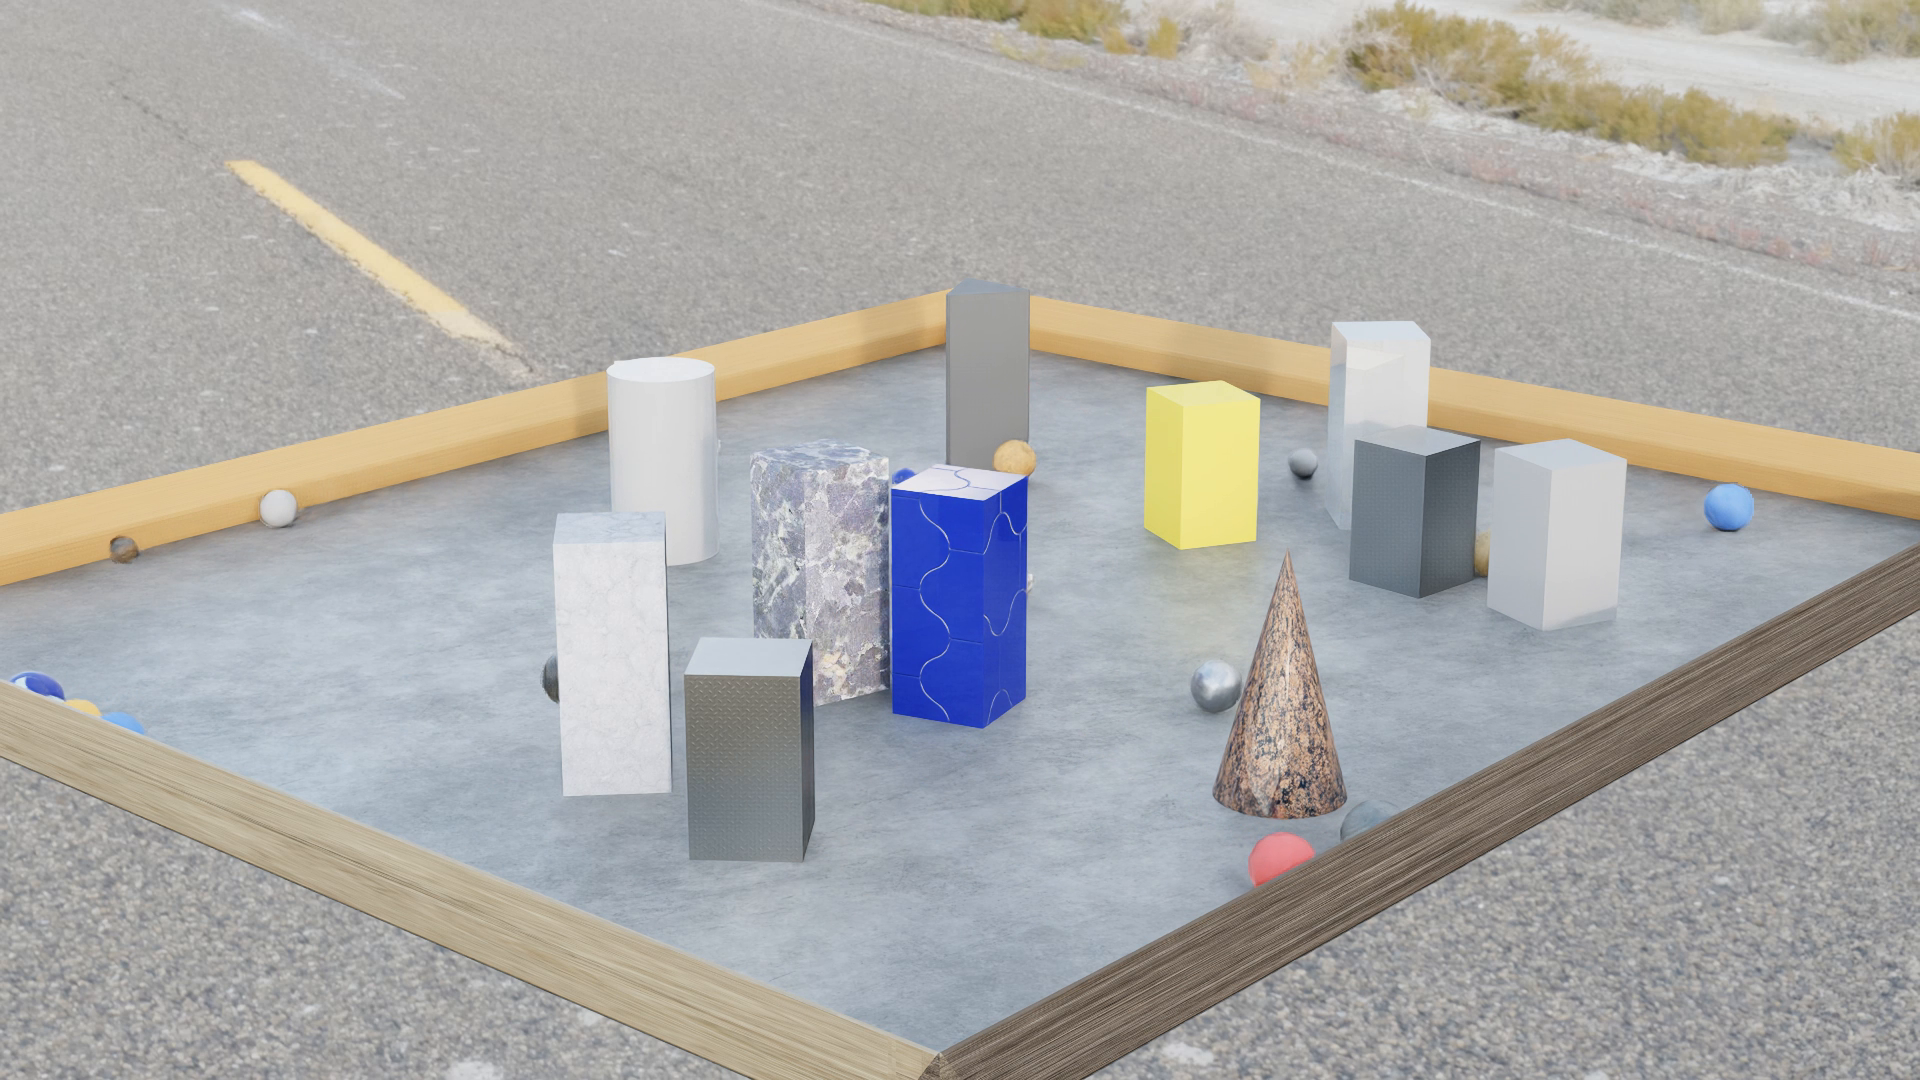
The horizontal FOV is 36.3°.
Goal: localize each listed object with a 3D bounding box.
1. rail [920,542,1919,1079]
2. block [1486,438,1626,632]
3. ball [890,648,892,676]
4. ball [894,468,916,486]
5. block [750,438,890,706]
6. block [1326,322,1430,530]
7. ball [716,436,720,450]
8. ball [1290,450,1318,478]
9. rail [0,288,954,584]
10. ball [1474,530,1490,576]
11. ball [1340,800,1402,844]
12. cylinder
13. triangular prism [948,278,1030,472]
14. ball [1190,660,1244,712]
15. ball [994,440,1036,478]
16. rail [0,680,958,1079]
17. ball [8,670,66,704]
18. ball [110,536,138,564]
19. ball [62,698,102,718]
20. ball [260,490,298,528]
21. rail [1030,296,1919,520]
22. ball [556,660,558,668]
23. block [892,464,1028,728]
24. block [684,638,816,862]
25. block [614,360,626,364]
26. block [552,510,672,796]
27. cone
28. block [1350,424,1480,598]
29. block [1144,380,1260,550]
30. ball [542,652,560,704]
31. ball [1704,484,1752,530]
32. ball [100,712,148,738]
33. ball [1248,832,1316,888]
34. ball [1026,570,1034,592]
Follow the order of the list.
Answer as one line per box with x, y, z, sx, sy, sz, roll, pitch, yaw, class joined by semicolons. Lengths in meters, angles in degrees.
0.972;0.275;4.312;0.045;0.127;3.085;14;22;39;rail
1.015;-0.010;4.995;0.156;0.282;0.156;-8;19;-25;block
-0.080;0.195;4.673;0.075;0.075;0.075;0;17;0;ball
-0.107;-0.120;5.767;0.045;0.045;0.045;0;17;0;ball
-0.220;0.049;4.627;0.156;0.380;0.156;-12;20;-34;block
0.787;-0.217;5.537;0.156;0.364;0.156;-1;17;-3;block
-0.517;-0.195;6.005;0.051;0.051;0.051;0;17;0;ball
0.686;-0.153;5.854;0.058;0.058;0.058;0;17;0;ball
-0.972;-0.212;5.928;0.045;0.127;3.085;14;22;39;rail
0.953;0.023;5.220;0.087;0.087;0.087;0;17;0;ball
0.563;0.398;3.965;0.095;0.095;0.095;0;17;0;ball
-0.539;-0.145;5.337;0.195;0.341;0.195;0;17;0;cylinder
0.036;-0.326;5.877;0.169;0.376;0.146;-5;17;-15;triangular prism
0.400;0.226;4.556;0.082;0.082;0.082;0;17;0;ball
0.110;-0.157;5.821;0.085;0.085;0.085;0;17;0;ball
-0.996;0.363;4.022;2.621;0.127;0.045;14;22;39;rail
-1.411;0.247;4.460;0.097;0.097;0.097;0;17;0;ball
-1.512;0.018;5.304;0.049;0.049;0.049;0;17;0;ball
-1.324;0.277;4.394;0.078;0.078;0.078;0;17;0;ball
-1.283;-0.060;5.523;0.071;0.071;0.071;0;17;0;ball
0.996;-0.300;6.218;2.621;0.127;0.045;14;22;39;rail
-0.602;0.198;4.660;0.077;0.077;0.077;0;17;0;ball
0.000;0.085;4.537;0.156;0.363;0.156;8;19;25;block
-0.287;0.287;4.032;0.156;0.268;0.156;1;17;3;block
-0.591;-0.212;5.720;0.156;0.249;0.156;-2;17;-7;block
-0.501;0.163;4.251;0.156;0.379;0.156;-1;17;-5;block
0.461;0.187;4.180;0.195;0.374;0.195;0;17;0;cone
0.802;-0.053;5.176;0.156;0.258;0.156;-15;23;-42;block
0.448;-0.141;5.447;0.156;0.271;0.156;-7;18;-21;block
-0.607;0.215;4.577;0.092;0.092;0.092;0;17;0;ball
1.440;-0.062;5.498;0.089;0.089;0.089;0;17;0;ball
-1.240;0.297;4.311;0.088;0.088;0.088;0;17;0;ball
0.425;0.430;3.864;0.091;0.091;0.091;0;17;0;ball
0.107;0.073;5.129;0.044;0.044;0.044;0;17;0;ball
